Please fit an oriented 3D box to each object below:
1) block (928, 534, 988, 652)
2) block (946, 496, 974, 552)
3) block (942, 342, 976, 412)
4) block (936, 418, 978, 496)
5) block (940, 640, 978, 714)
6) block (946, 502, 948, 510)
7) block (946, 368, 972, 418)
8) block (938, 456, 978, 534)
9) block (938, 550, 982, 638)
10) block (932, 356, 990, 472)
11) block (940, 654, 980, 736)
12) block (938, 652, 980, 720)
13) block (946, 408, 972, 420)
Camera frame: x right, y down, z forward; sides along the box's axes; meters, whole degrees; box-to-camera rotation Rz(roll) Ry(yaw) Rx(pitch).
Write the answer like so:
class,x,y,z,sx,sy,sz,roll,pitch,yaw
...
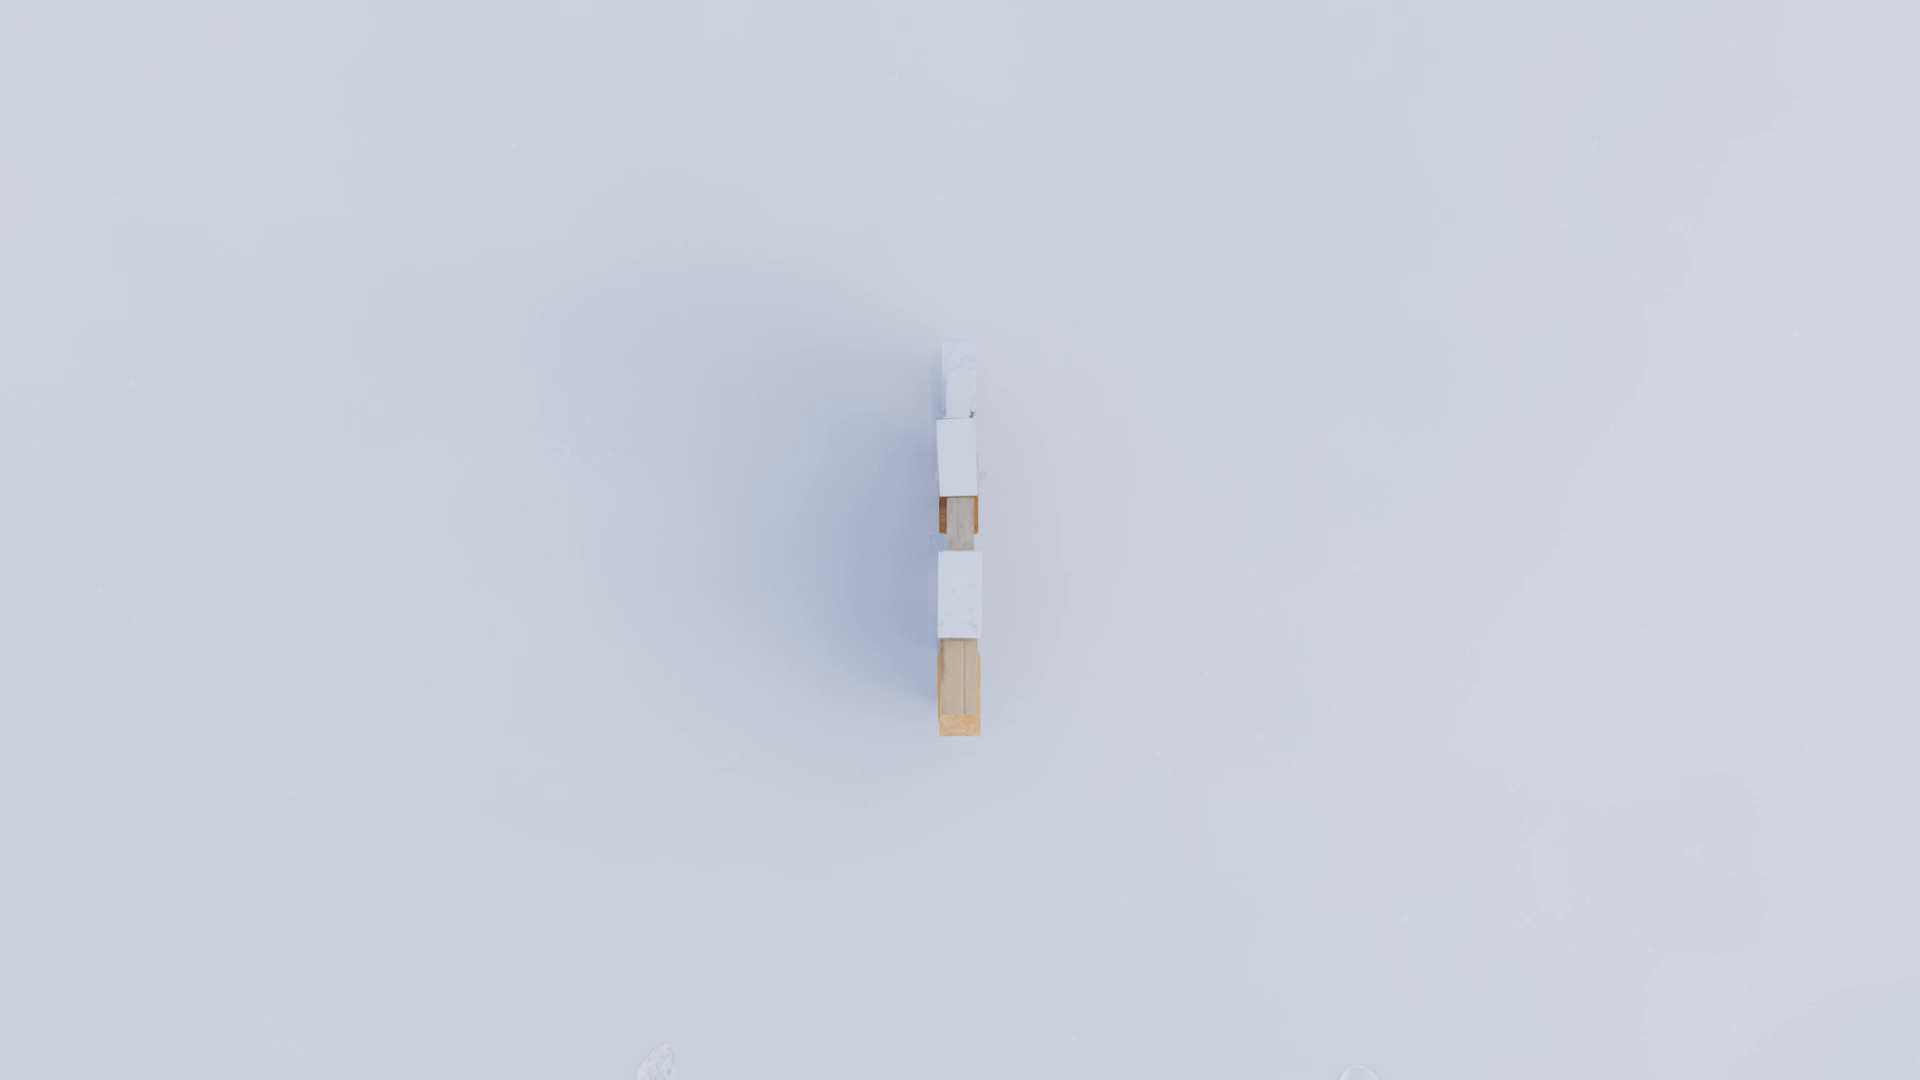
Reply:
class,x,y,z,sx,sy,sz,roll,pitch,yaw
block,-0.005,0.155,4.822,0.172,0.049,0.345,0,90,0
block,0.002,-0.046,4.633,0.077,0.022,0.154,0,90,0
block,-0.003,-0.482,4.871,0.103,0.029,0.206,0,90,0
block,-0.008,-0.230,4.598,0.107,0.030,0.214,-2,90,0
block,-0.003,0.381,4.578,0.102,0.029,0.204,0,90,0
block,0.002,-0.097,4.736,0.077,0.185,0.022,0,90,0
block,-0.003,-0.416,4.705,0.070,0.020,0.140,2,89,-1
block,-0.004,-0.133,4.844,0.116,0.033,0.231,0,90,0
block,-0.001,0.149,4.544,0.118,0.034,0.237,1,90,0
block,0.001,-0.389,5.117,0.179,0.051,0.357,0,90,0
block,0.000,0.462,4.928,0.123,0.035,0.246,0,90,0
block,-0.003,0.432,5.210,0.135,0.038,0.271,0,90,0
block,-0.004,-0.362,4.832,0.070,0.236,0.020,-9,90,-1
